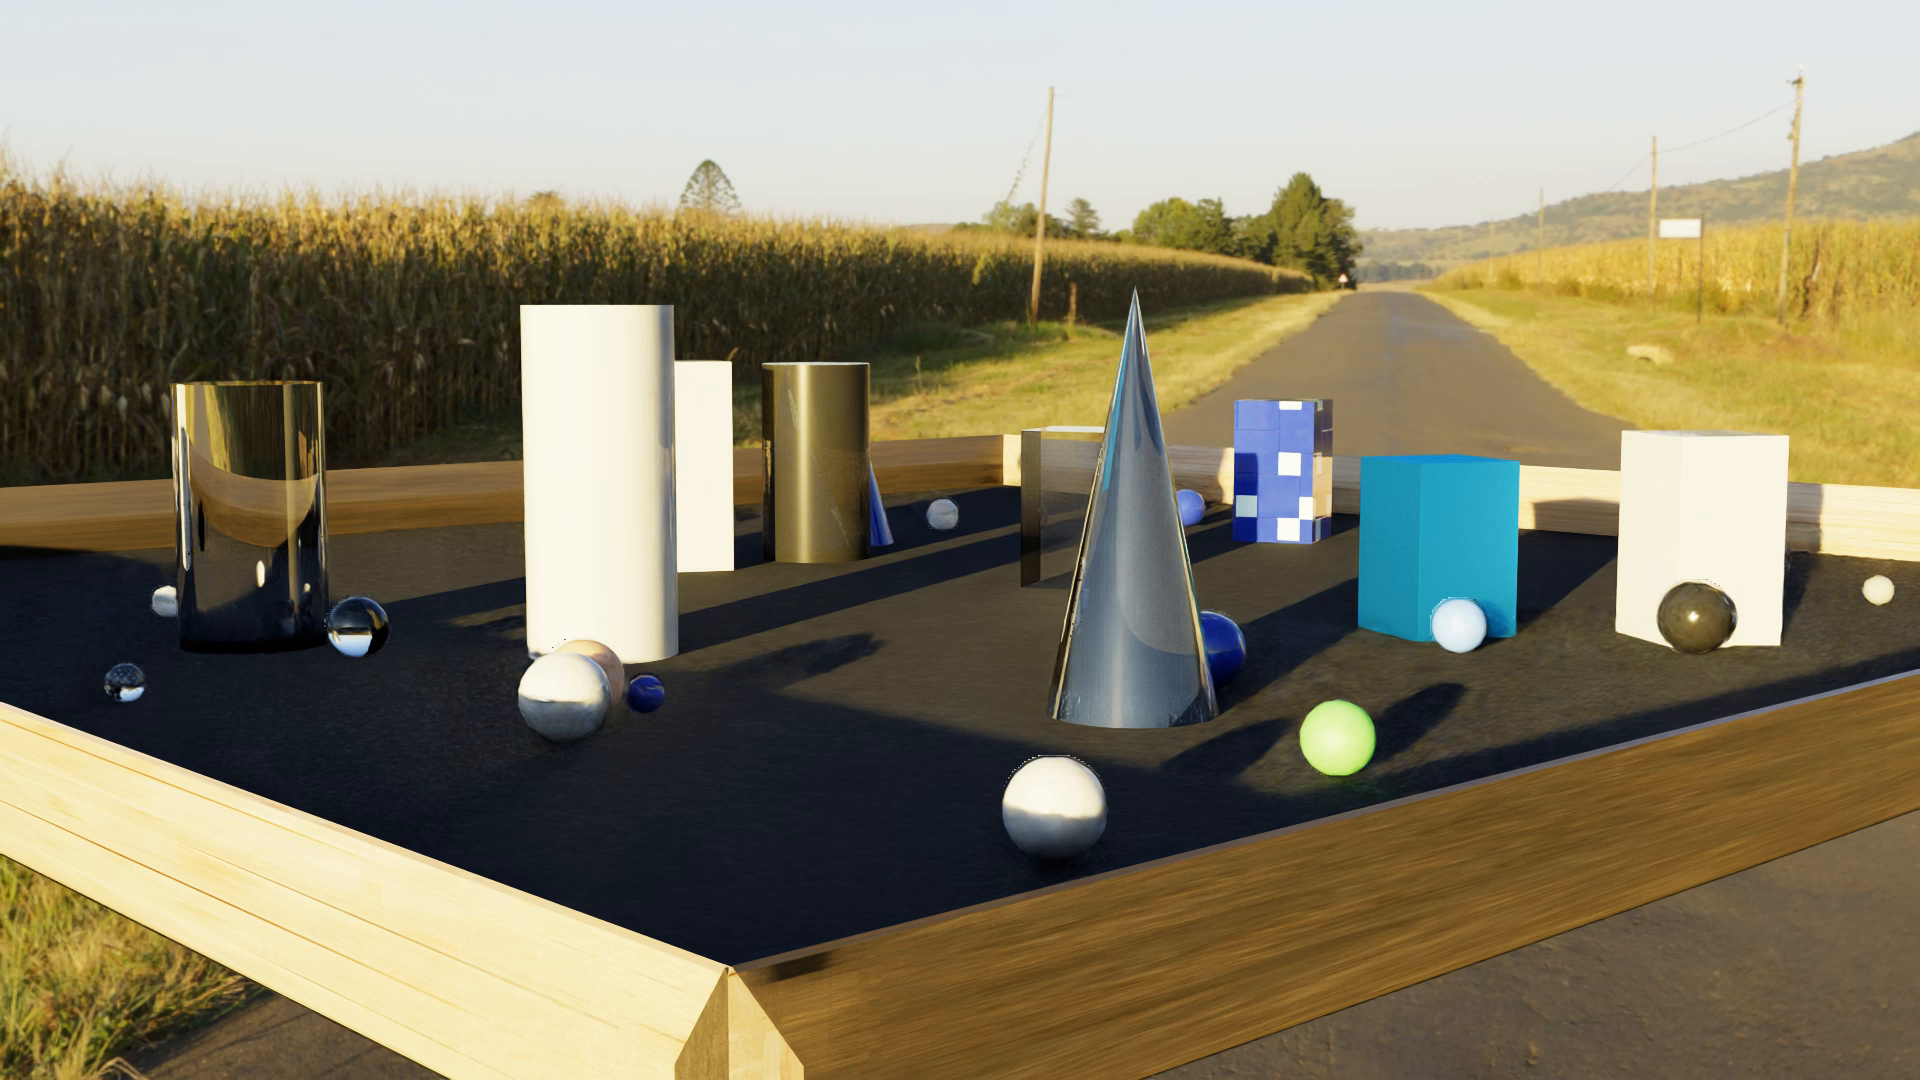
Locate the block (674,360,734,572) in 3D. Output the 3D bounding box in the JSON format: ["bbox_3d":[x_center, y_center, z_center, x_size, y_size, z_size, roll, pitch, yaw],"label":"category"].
[{"bbox_3d":[-0.482,-0.131,3.800,0.155,0.355,0.155,-2,6,-15],"label":"block"}]

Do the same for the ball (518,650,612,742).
[{"bbox_3d":[-0.407,0.161,2.265,0.095,0.095,0.095,0,6,0],"label":"ball"}]

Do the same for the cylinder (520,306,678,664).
[{"bbox_3d":[-0.463,-0.076,2.831,0.194,0.449,0.194,0,6,0],"label":"cylinder"}]

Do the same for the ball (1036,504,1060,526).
[{"bbox_3d":[0.181,-0.051,4.518,0.048,0.048,0.048,0,6,0],"label":"ball"}]

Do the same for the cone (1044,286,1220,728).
[{"bbox_3d":[0.191,-0.043,2.416,0.194,0.470,0.194,0,6,0],"label":"cone"}]

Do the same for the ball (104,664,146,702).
[{"bbox_3d":[-0.948,0.162,2.497,0.044,0.044,0.044,0,6,0],"label":"ball"}]

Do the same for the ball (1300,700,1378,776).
[{"bbox_3d":[0.362,0.190,2.103,0.073,0.073,0.073,0,6,0],"label":"ball"}]

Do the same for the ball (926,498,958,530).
[{"bbox_3d":[-0.034,-0.050,4.429,0.065,0.065,0.065,0,6,0],"label":"ball"}]

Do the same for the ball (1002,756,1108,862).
[{"bbox_3d":[0.077,0.218,1.776,0.085,0.085,0.085,0,6,0],"label":"ball"}]

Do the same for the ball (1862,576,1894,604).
[{"bbox_3d":[1.388,0.076,3.322,0.044,0.044,0.044,0,6,0],"label":"ball"}]

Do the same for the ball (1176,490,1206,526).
[{"bbox_3d":[0.466,-0.066,4.514,0.077,0.077,0.077,0,6,0],"label":"ball"}]

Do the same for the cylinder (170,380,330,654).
[{"bbox_3d":[-0.943,-0.035,2.925,0.194,0.347,0.194,0,6,0],"label":"cylinder"}]

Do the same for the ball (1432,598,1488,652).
[{"bbox_3d":[0.649,0.111,2.859,0.071,0.071,0.071,0,6,0],"label":"ball"}]

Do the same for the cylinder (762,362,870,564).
[{"bbox_3d":[-0.258,-0.142,3.948,0.194,0.348,0.194,0,6,0],"label":"cylinder"}]

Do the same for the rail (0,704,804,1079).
[{"bbox_3d":[-1.178,0.146,2.251,0.045,0.126,3.195,-6,8,-42],"label":"rail"}]

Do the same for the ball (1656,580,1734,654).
[{"bbox_3d":[0.951,0.100,2.845,0.095,0.095,0.095,0,6,0],"label":"ball"}]

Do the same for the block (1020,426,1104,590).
[{"bbox_3d":[0.198,-0.054,3.561,0.155,0.252,0.155,2,6,22],"label":"block"}]

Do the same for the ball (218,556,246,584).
[{"bbox_3d":[-1.185,0.049,3.579,0.044,0.044,0.044,0,6,0],"label":"ball"}]

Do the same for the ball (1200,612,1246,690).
[{"bbox_3d":[0.289,0.130,2.575,0.092,0.092,0.092,0,6,0],"label":"ball"}]

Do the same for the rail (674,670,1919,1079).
[{"bbox_3d":[1.067,0.153,2.182,3.253,0.126,0.045,-6,8,-42],"label":"rail"}]

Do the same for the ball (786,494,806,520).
[{"bbox_3d":[-0.338,-0.068,4.641,0.056,0.056,0.056,0,6,0],"label":"ball"}]

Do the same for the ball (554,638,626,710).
[{"bbox_3d":[-0.408,0.152,2.384,0.089,0.089,0.089,0,6,0],"label":"ball"}]

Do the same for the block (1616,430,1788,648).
[{"bbox_3d":[1.001,-0.005,2.974,0.155,0.278,0.155,-1,6,-12],"label":"block"}]

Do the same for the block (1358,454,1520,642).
[{"bbox_3d":[0.660,0.007,3.038,0.155,0.240,0.155,-2,6,-20],"label":"block"}]

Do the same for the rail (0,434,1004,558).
[{"bbox_3d":[-1.067,-0.088,4.482,3.253,0.126,0.045,-6,8,-42],"label":"rail"}]

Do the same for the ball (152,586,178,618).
[{"bbox_3d":[-1.146,0.090,3.183,0.046,0.046,0.046,0,6,0],"label":"ball"}]

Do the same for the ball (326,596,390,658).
[{"bbox_3d":[-0.772,0.112,2.822,0.078,0.078,0.078,0,6,0],"label":"ball"}]

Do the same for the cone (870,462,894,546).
[{"bbox_3d":[-0.223,-0.166,4.200,0.194,0.342,0.194,0,6,0],"label":"cone"}]

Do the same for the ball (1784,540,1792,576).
[{"bbox_3d":[1.287,0.030,3.533,0.092,0.092,0.092,0,6,0],"label":"ball"}]

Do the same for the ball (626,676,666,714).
[{"bbox_3d":[-0.347,0.170,2.430,0.042,0.042,0.042,0,6,0],"label":"ball"}]

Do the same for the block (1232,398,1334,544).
[{"bbox_3d":[0.628,-0.137,4.269,0.155,0.270,0.155,3,7,23],"label":"block"}]

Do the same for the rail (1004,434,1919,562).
[{"bbox_3d":[1.178,-0.081,4.413,0.045,0.126,3.195,-6,8,-42],"label":"rail"}]
